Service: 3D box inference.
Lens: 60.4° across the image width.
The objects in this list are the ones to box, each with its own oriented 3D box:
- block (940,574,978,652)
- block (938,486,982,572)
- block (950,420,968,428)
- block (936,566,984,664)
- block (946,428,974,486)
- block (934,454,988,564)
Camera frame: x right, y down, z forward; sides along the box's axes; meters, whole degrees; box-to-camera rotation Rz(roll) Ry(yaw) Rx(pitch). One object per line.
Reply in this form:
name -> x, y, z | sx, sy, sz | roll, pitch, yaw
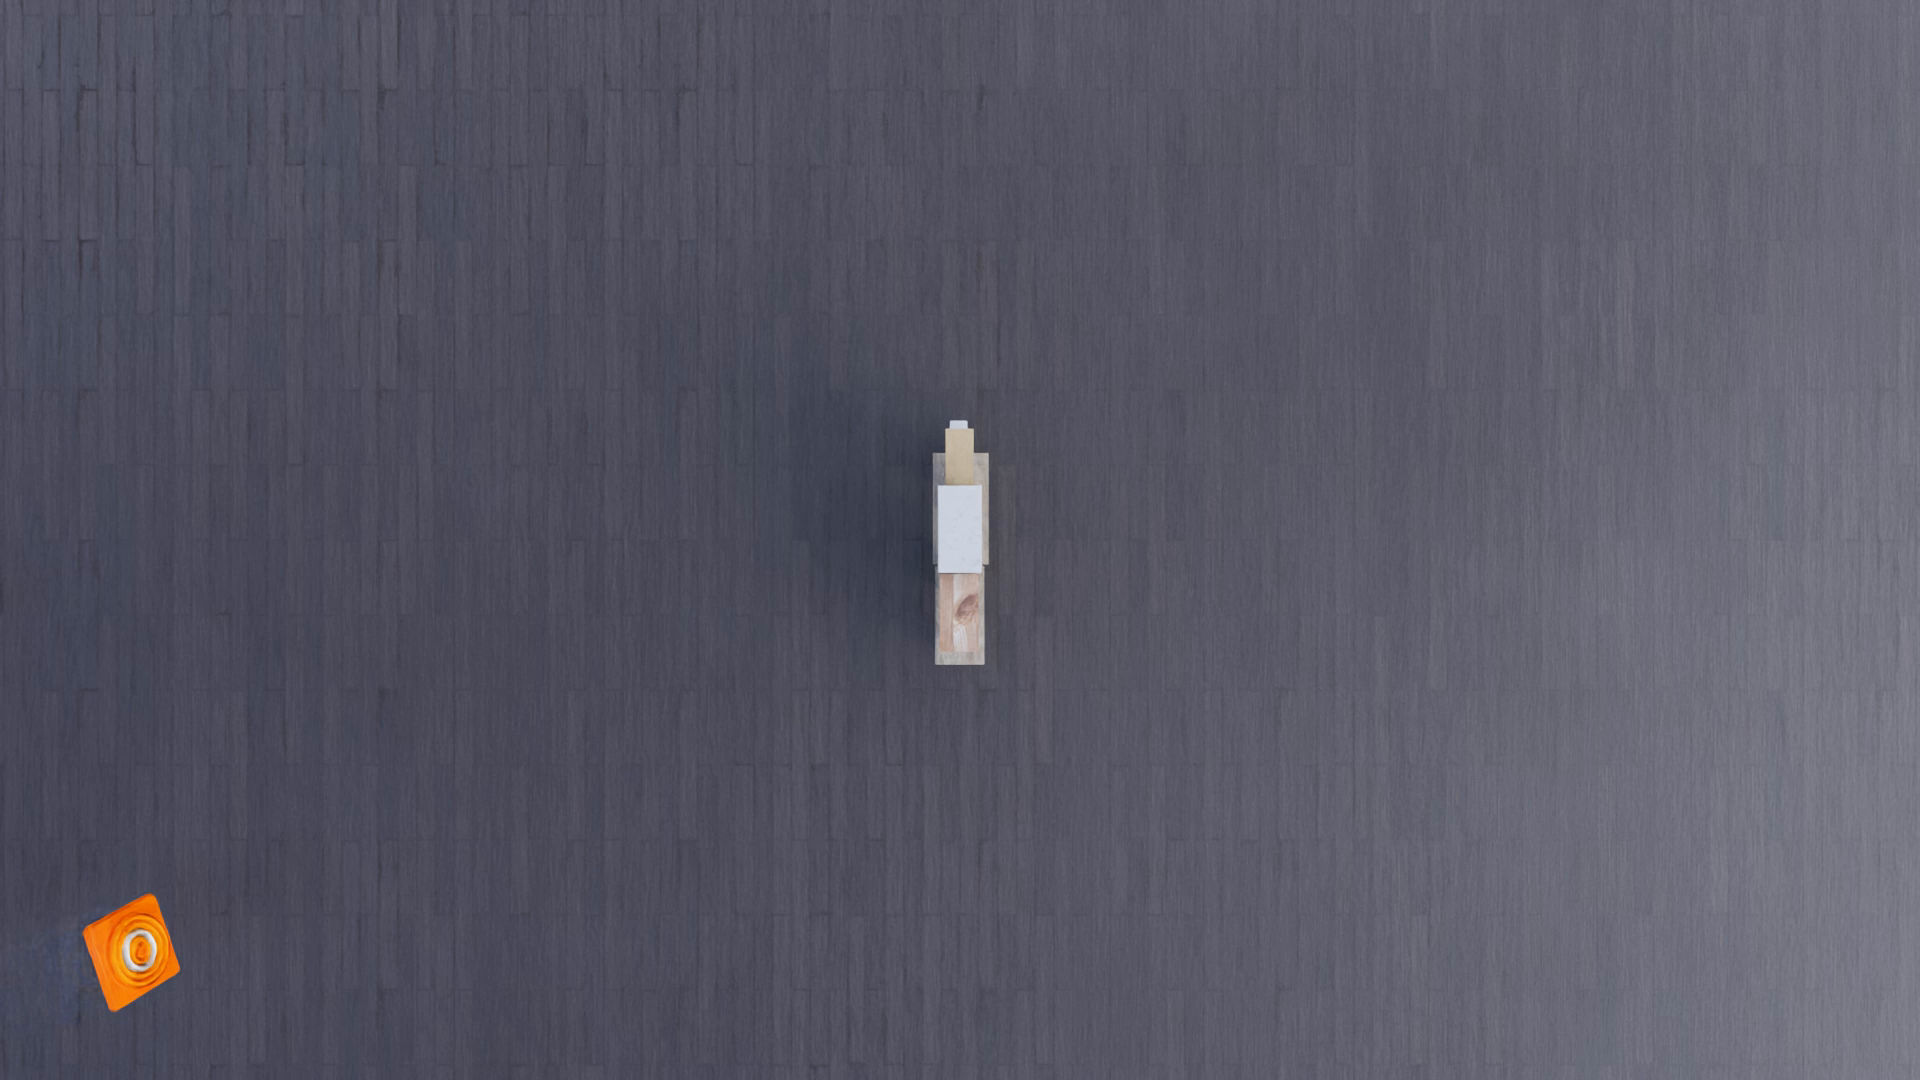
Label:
block -> -0.003, 0.216, 4.901 | 0.116, 0.033, 0.231 | 0, 90, 0
block -> 0.000, -0.032, 4.834 | 0.127, 0.036, 0.255 | 0, 90, 0
block -> -0.005, -0.331, 5.378 | 0.057, 0.016, 0.114 | 0, 90, 0
block -> -0.001, 0.234, 5.170 | 0.154, 0.044, 0.308 | 0, 90, 0
block -> -0.001, -0.248, 4.927 | 0.084, 0.024, 0.167 | 0, 90, 0
block -> 0.003, -0.097, 5.131 | 0.172, 0.049, 0.345 | 0, 90, 0
